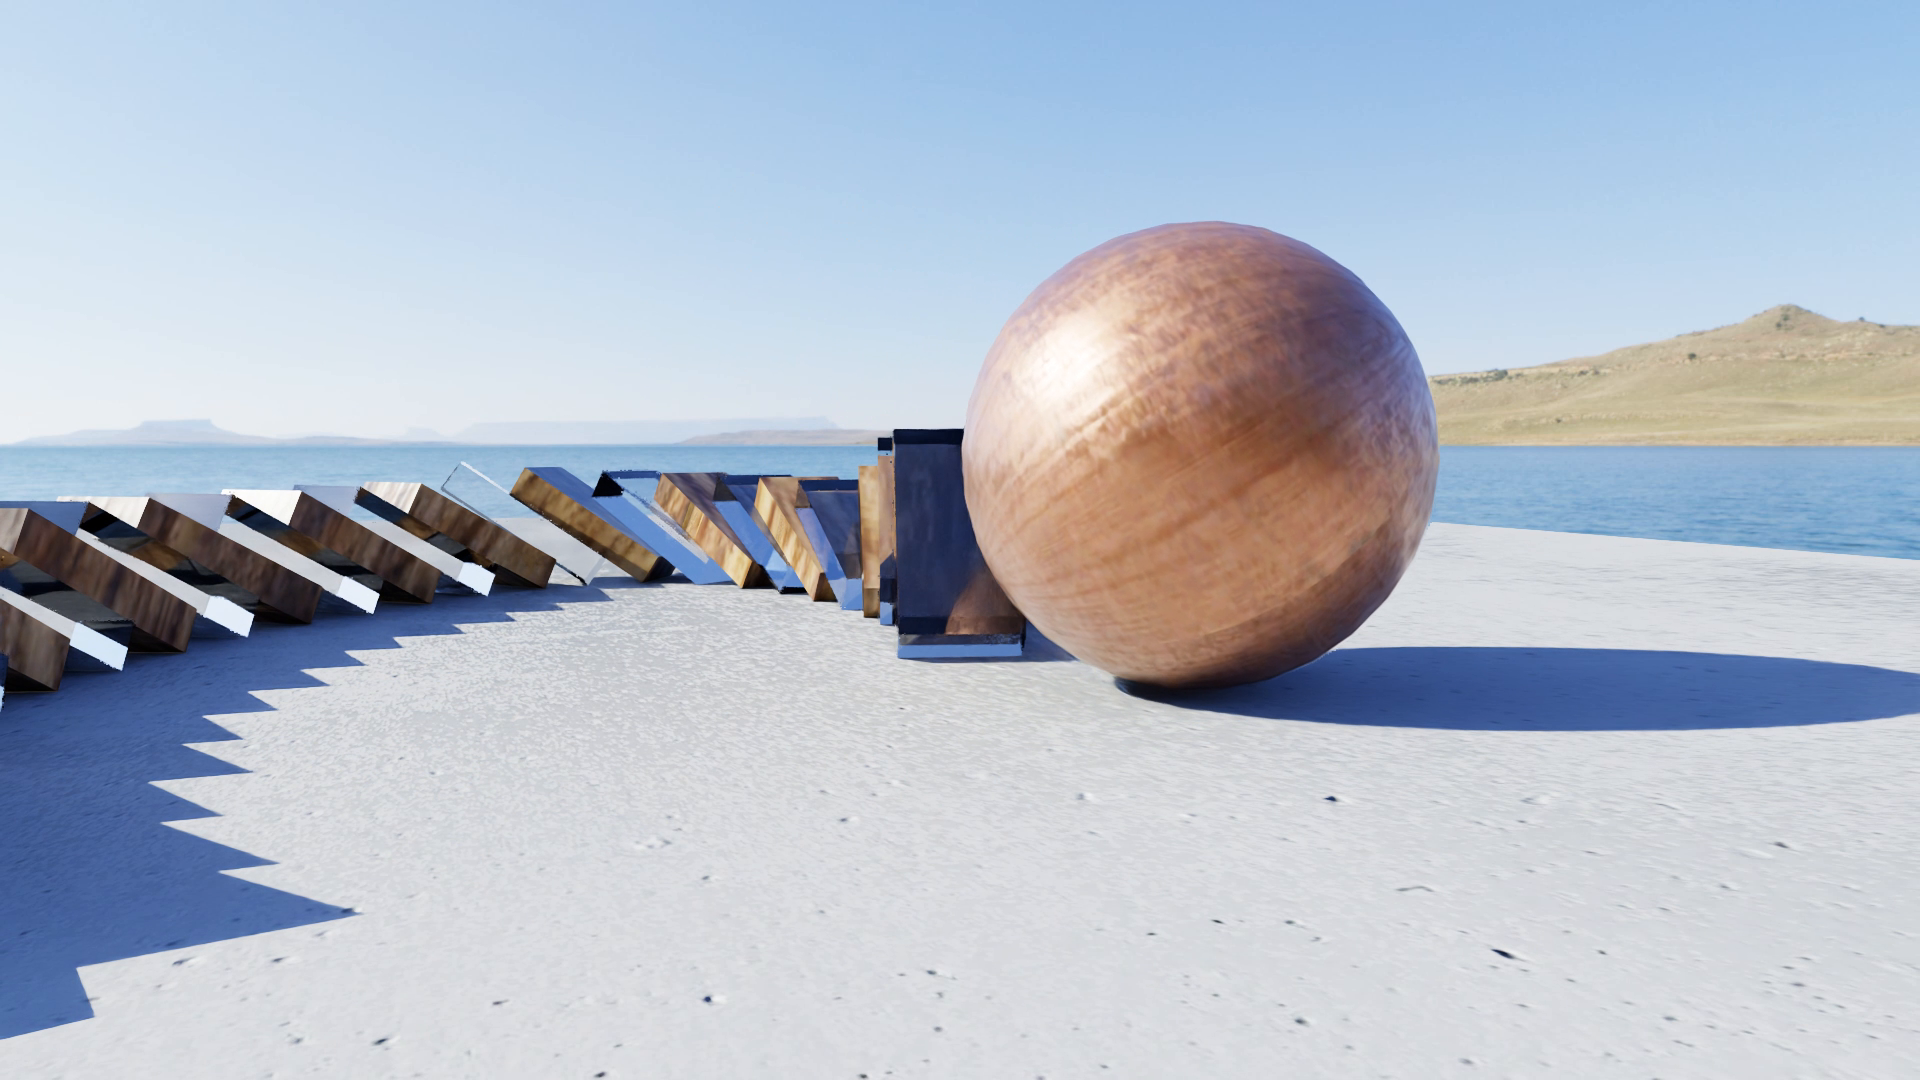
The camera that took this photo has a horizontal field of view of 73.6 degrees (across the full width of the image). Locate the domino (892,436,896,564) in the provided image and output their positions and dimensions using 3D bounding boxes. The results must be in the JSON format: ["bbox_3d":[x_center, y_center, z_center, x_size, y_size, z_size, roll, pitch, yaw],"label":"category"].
[{"bbox_3d":[-0.003,-0.003,0.302,0.025,0.050,0.009,0,-33,-4],"label":"domino"}]

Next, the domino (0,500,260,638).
[{"bbox_3d":[-0.172,0.007,0.263,0.025,0.009,0.050,1,-23,9],"label":"domino"}]

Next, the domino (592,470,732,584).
[{"bbox_3d":[-0.090,-0.005,0.406,0.050,0.009,0.025,36,20,23],"label":"domino"}]

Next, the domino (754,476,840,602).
[{"bbox_3d":[-0.038,-0.001,0.368,0.025,0.009,0.050,-2,34,-30],"label":"domino"}]

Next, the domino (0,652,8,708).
[{"bbox_3d":[-0.157,0.014,0.177,0.025,0.009,0.050,-1,-23,-15],"label":"domino"}]

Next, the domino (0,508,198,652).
[{"bbox_3d":[-0.171,0.009,0.241,0.025,0.010,0.050,0,-23,2],"label":"domino"}]

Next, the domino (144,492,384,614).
[{"bbox_3d":[-0.165,0.004,0.305,0.025,0.009,0.050,1,-23,18],"label":"domino"}]

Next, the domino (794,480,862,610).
[{"bbox_3d":[-0.026,0.000,0.350,0.025,0.009,0.050,-2,33,-23],"label":"domino"}]

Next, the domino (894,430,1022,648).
[{"bbox_3d":[-0.001,-0.001,0.278,0.025,0.050,0.009,0,-33,-4],"label":"domino"}]

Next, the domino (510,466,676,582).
[{"bbox_3d":[-0.113,-0.005,0.404,0.050,0.009,0.025,33,7,4],"label":"domino"}]

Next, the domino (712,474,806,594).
[{"bbox_3d":[-0.052,-0.003,0.384,0.025,0.009,0.050,-3,35,-36],"label":"domino"}]

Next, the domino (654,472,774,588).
[{"bbox_3d":[-0.070,-0.004,0.397,0.025,0.009,0.050,-4,36,-48],"label":"domino"}]

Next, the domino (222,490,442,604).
[{"bbox_3d":[-0.159,0.002,0.326,0.025,0.009,0.050,2,-23,20],"label":"domino"}]

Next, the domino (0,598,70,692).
[{"bbox_3d":[-0.166,0.012,0.199,0.025,0.010,0.050,0,-23,-5],"label":"domino"}]

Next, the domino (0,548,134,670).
[{"bbox_3d":[-0.170,0.010,0.220,0.025,0.009,0.050,0,-23,0],"label":"domino"}]

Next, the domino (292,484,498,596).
[{"bbox_3d":[-0.153,0.001,0.346,0.025,0.010,0.050,2,-23,27],"label":"domino"}]

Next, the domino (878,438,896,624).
[{"bbox_3d":[-0.007,-0.003,0.315,0.025,0.050,0.010,0,-36,-4],"label":"domino"}]

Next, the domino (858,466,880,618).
[{"bbox_3d":[-0.013,-0.001,0.332,0.025,0.009,0.050,0,39,-6],"label":"domino"}]

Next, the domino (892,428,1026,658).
[{"bbox_3d":[-0.001,0.000,0.266,0.025,0.050,0.009,0,-33,-4],"label":"domino"}]

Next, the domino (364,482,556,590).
[{"bbox_3d":[-0.143,-0.001,0.365,0.025,0.010,0.050,3,-23,33],"label":"domino"}]

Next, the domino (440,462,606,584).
[{"bbox_3d":[-0.133,-0.005,0.391,0.050,0.009,0.025,37,-8,-18],"label":"domino"}]

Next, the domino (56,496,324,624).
[{"bbox_3d":[-0.171,0.005,0.285,0.025,0.009,0.050,1,-23,18],"label":"domino"}]

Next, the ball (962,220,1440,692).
[{"bbox_3d":[0.040,-0.014,0.222,0.080,0.080,0.080,0,4,0],"label":"ball"}]
